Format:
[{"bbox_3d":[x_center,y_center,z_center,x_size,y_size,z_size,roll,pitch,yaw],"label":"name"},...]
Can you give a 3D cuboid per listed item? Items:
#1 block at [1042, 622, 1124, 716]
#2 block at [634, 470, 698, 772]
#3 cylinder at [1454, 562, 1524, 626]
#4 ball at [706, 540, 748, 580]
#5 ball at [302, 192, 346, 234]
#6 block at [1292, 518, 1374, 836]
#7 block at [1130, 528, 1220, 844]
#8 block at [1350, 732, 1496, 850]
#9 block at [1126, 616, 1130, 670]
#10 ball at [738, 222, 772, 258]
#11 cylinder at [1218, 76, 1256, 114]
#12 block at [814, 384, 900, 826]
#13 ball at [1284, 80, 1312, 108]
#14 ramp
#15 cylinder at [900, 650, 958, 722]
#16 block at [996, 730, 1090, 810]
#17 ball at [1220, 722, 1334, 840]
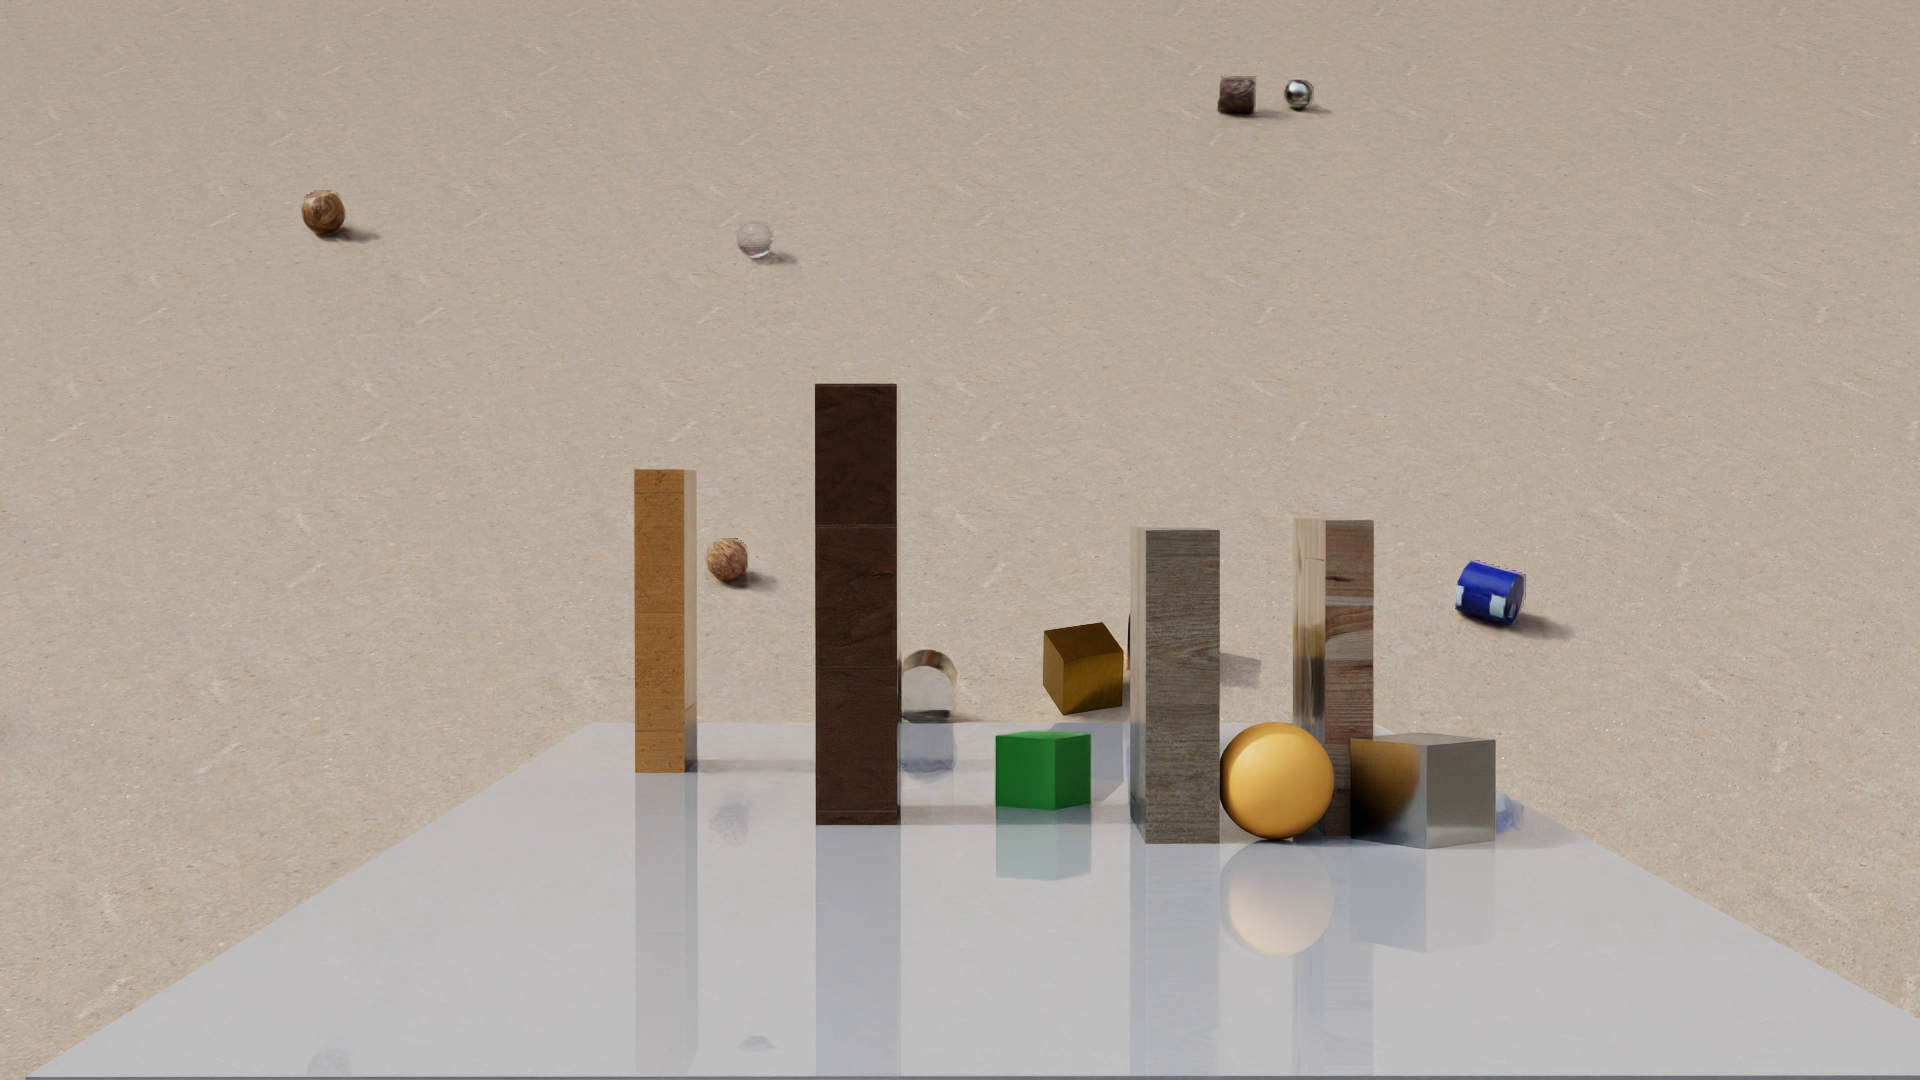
[{"bbox_3d":[0.326,0.340,6.848,0.167,0.167,0.167,-8,28,-15],"label":"block"},{"bbox_3d":[-0.629,0.168,5.528,0.104,0.635,0.259,0,1,0],"label":"block"},{"bbox_3d":[1.486,0.150,7.243,0.146,0.146,0.146,17,31,29],"label":"cylinder"},{"bbox_3d":[-0.672,0.058,7.453,0.120,0.120,0.120,0,27,0],"label":"ball"},{"bbox_3d":[-2.465,-1.266,9.994,0.166,0.166,0.166,0,27,0],"label":"ball"},{"bbox_3d":[0.663,0.232,4.611,0.082,0.538,0.424,0,1,0],"label":"block"},{"bbox_3d":[0.371,0.242,4.492,0.123,0.523,0.384,0,1,0],"label":"block"},{"bbox_3d":[0.780,0.420,4.352,0.171,0.171,0.171,-1,1,-38],"label":"block"},{"bbox_3d":[0.548,0.252,7.026,0.162,0.162,0.162,5,28,10],"label":"block"},{"bbox_3d":[-0.776,-1.136,9.773,0.136,0.136,0.136,0,27,0],"label":"ball"},{"bbox_3d":[1.221,-1.958,11.361,0.153,0.153,0.153,5,27,8],"label":"cylinder"},{"bbox_3d":[-0.183,0.111,4.684,0.144,0.778,0.286,0,1,0],"label":"block"},{"bbox_3d":[1.494,-1.972,11.422,0.124,0.124,0.124,0,27,0],"label":"ball"},{"bbox_3d":[0.061,0.552,4.588,2.000,0.100,4.000,0,1,0],"label":"ramp"},{"bbox_3d":[-0.089,0.383,6.709,0.160,0.160,0.160,1,13,3],"label":"cylinder"},{"bbox_3d":[0.156,0.432,4.855,0.131,0.131,0.131,1,1,33],"label":"block"},{"bbox_3d":[0.532,0.406,4.360,0.199,0.199,0.199,0,27,0],"label":"ball"}]
